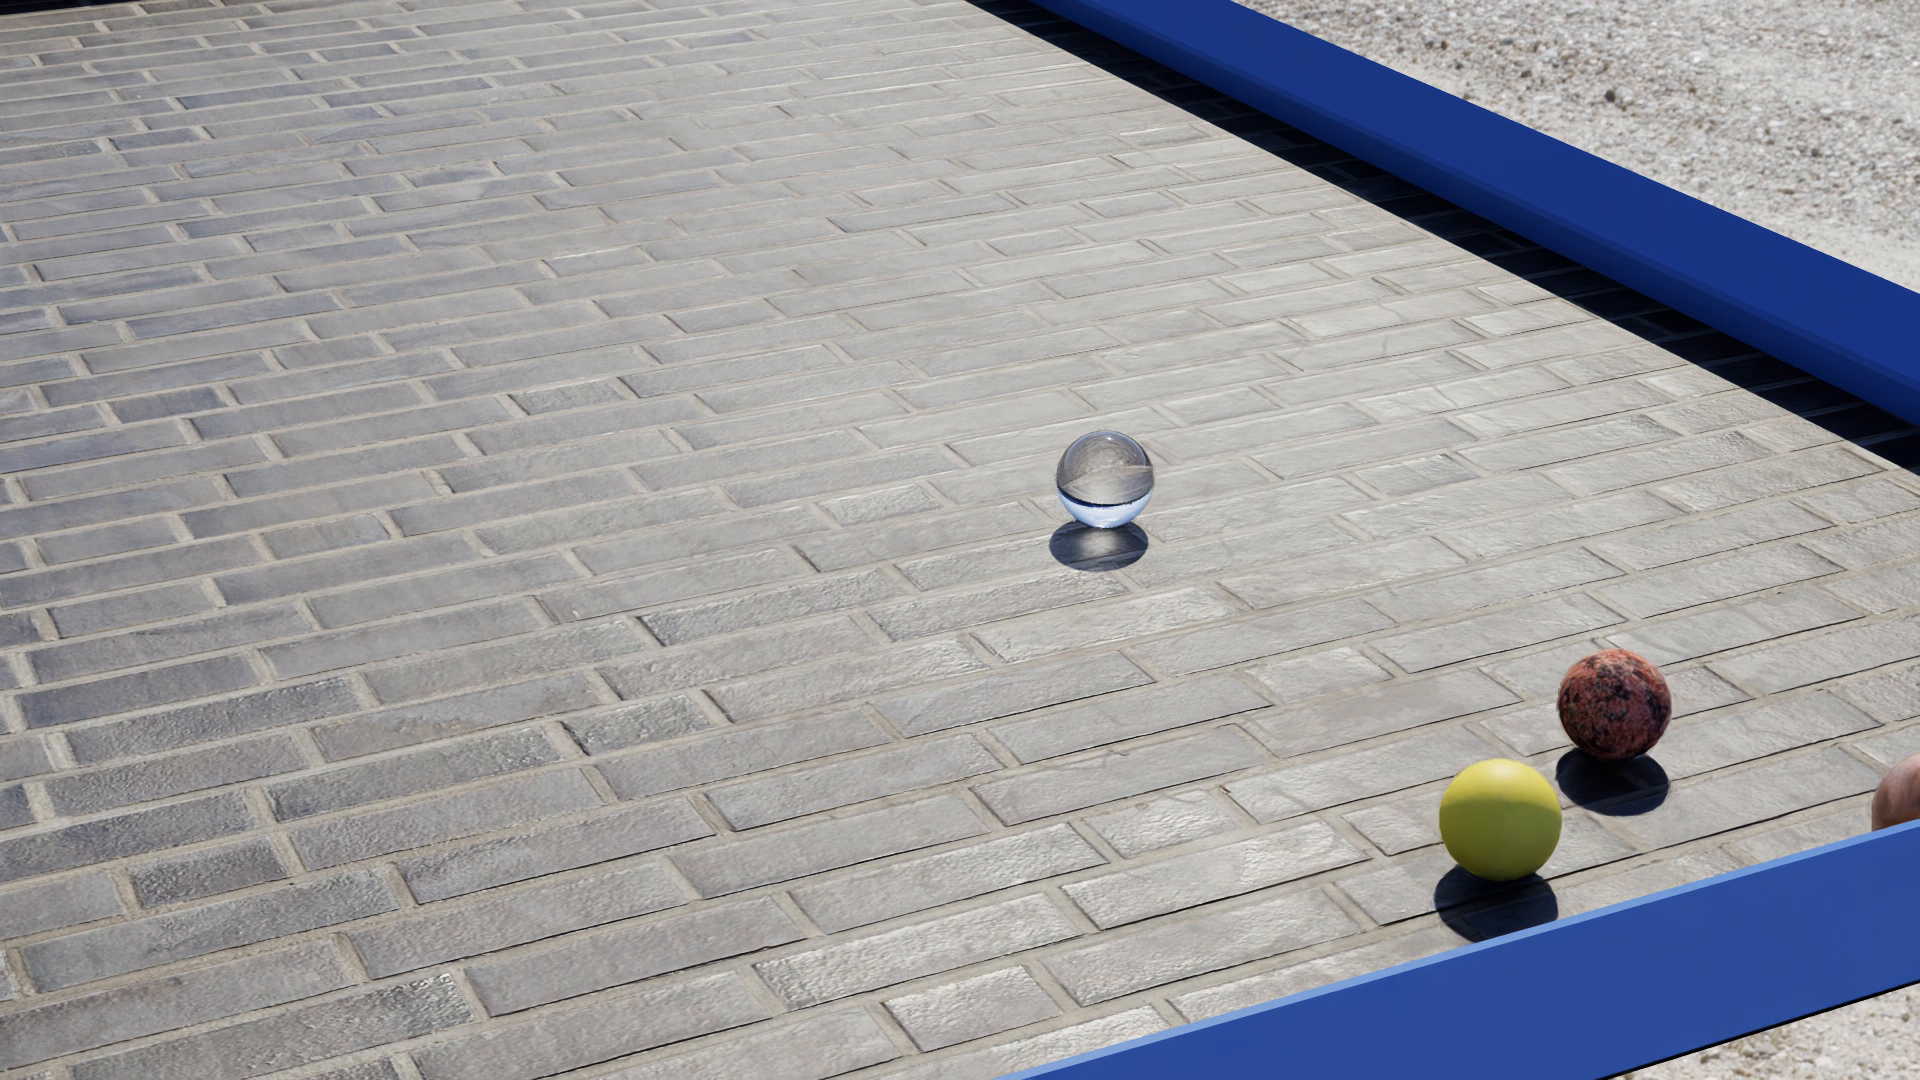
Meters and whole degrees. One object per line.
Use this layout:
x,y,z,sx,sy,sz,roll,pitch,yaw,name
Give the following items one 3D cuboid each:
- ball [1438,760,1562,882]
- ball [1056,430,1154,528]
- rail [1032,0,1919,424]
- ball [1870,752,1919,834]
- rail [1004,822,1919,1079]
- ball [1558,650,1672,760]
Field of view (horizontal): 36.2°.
0.329,0.170,1.789,0.074,0.074,0.074,0,24,0,ball
0.112,-0.047,2.270,0.076,0.076,0.076,0,24,0,ball
0.443,-0.433,3.089,0.045,0.109,2.898,-11,26,-23,rail
0.595,0.168,1.781,0.084,0.084,0.084,0,24,0,ball
0.306,0.242,1.583,1.734,0.109,0.045,-11,26,-23,rail
0.429,0.108,1.929,0.073,0.073,0.073,0,24,0,ball
